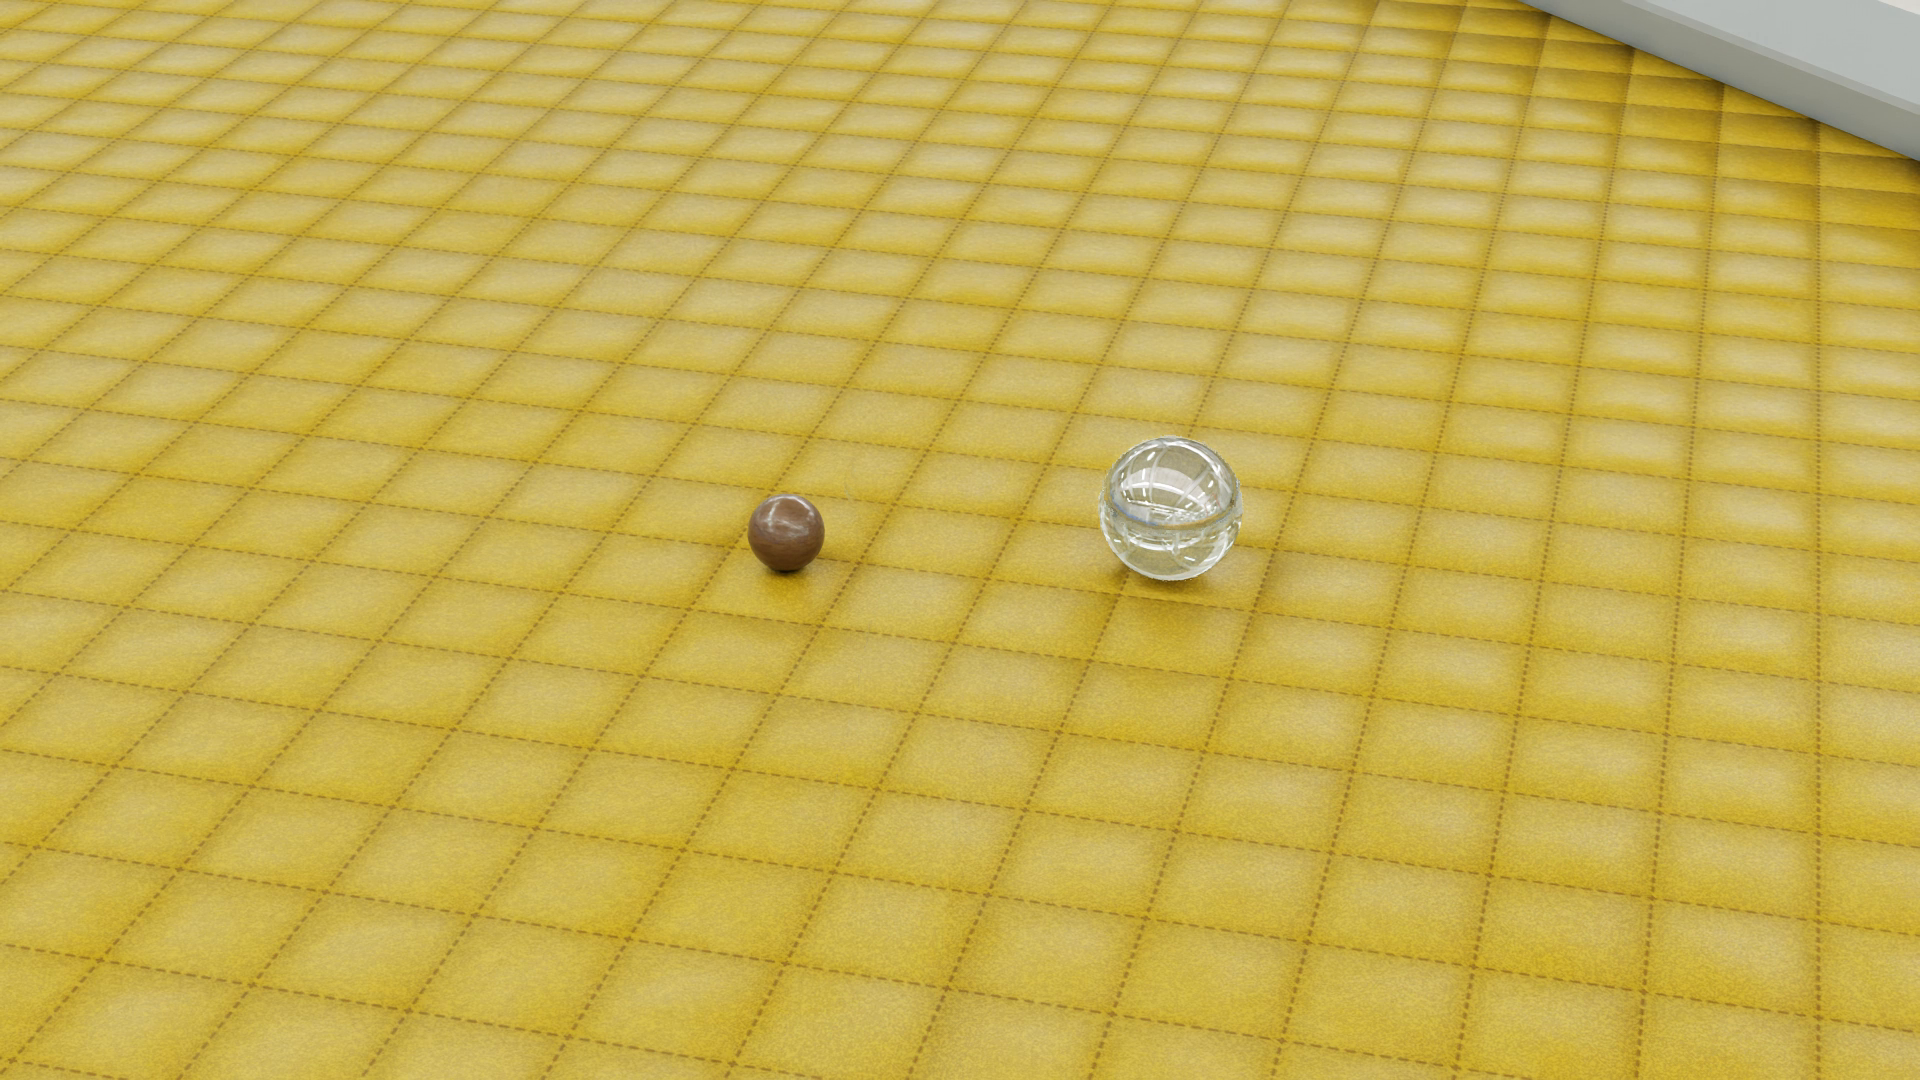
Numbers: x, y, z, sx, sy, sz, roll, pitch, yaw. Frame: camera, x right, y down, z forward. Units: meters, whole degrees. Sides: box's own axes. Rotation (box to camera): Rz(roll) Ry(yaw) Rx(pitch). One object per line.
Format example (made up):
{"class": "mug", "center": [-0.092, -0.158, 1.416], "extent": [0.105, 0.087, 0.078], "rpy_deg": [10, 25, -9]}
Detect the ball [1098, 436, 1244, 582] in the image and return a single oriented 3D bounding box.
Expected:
{"class": "ball", "center": [0.138, -0.021, 1.925], "extent": [0.095, 0.095, 0.095], "rpy_deg": [0, 28, 0]}

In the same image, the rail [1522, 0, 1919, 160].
{"class": "rail", "center": [0.437, -0.709, 3.200], "extent": [0.045, 0.126, 4.163], "rpy_deg": [-15, 31, -27]}

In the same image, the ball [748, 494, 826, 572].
{"class": "ball", "center": [-0.115, -0.005, 1.942], "extent": [0.052, 0.052, 0.052], "rpy_deg": [0, 28, 0]}
